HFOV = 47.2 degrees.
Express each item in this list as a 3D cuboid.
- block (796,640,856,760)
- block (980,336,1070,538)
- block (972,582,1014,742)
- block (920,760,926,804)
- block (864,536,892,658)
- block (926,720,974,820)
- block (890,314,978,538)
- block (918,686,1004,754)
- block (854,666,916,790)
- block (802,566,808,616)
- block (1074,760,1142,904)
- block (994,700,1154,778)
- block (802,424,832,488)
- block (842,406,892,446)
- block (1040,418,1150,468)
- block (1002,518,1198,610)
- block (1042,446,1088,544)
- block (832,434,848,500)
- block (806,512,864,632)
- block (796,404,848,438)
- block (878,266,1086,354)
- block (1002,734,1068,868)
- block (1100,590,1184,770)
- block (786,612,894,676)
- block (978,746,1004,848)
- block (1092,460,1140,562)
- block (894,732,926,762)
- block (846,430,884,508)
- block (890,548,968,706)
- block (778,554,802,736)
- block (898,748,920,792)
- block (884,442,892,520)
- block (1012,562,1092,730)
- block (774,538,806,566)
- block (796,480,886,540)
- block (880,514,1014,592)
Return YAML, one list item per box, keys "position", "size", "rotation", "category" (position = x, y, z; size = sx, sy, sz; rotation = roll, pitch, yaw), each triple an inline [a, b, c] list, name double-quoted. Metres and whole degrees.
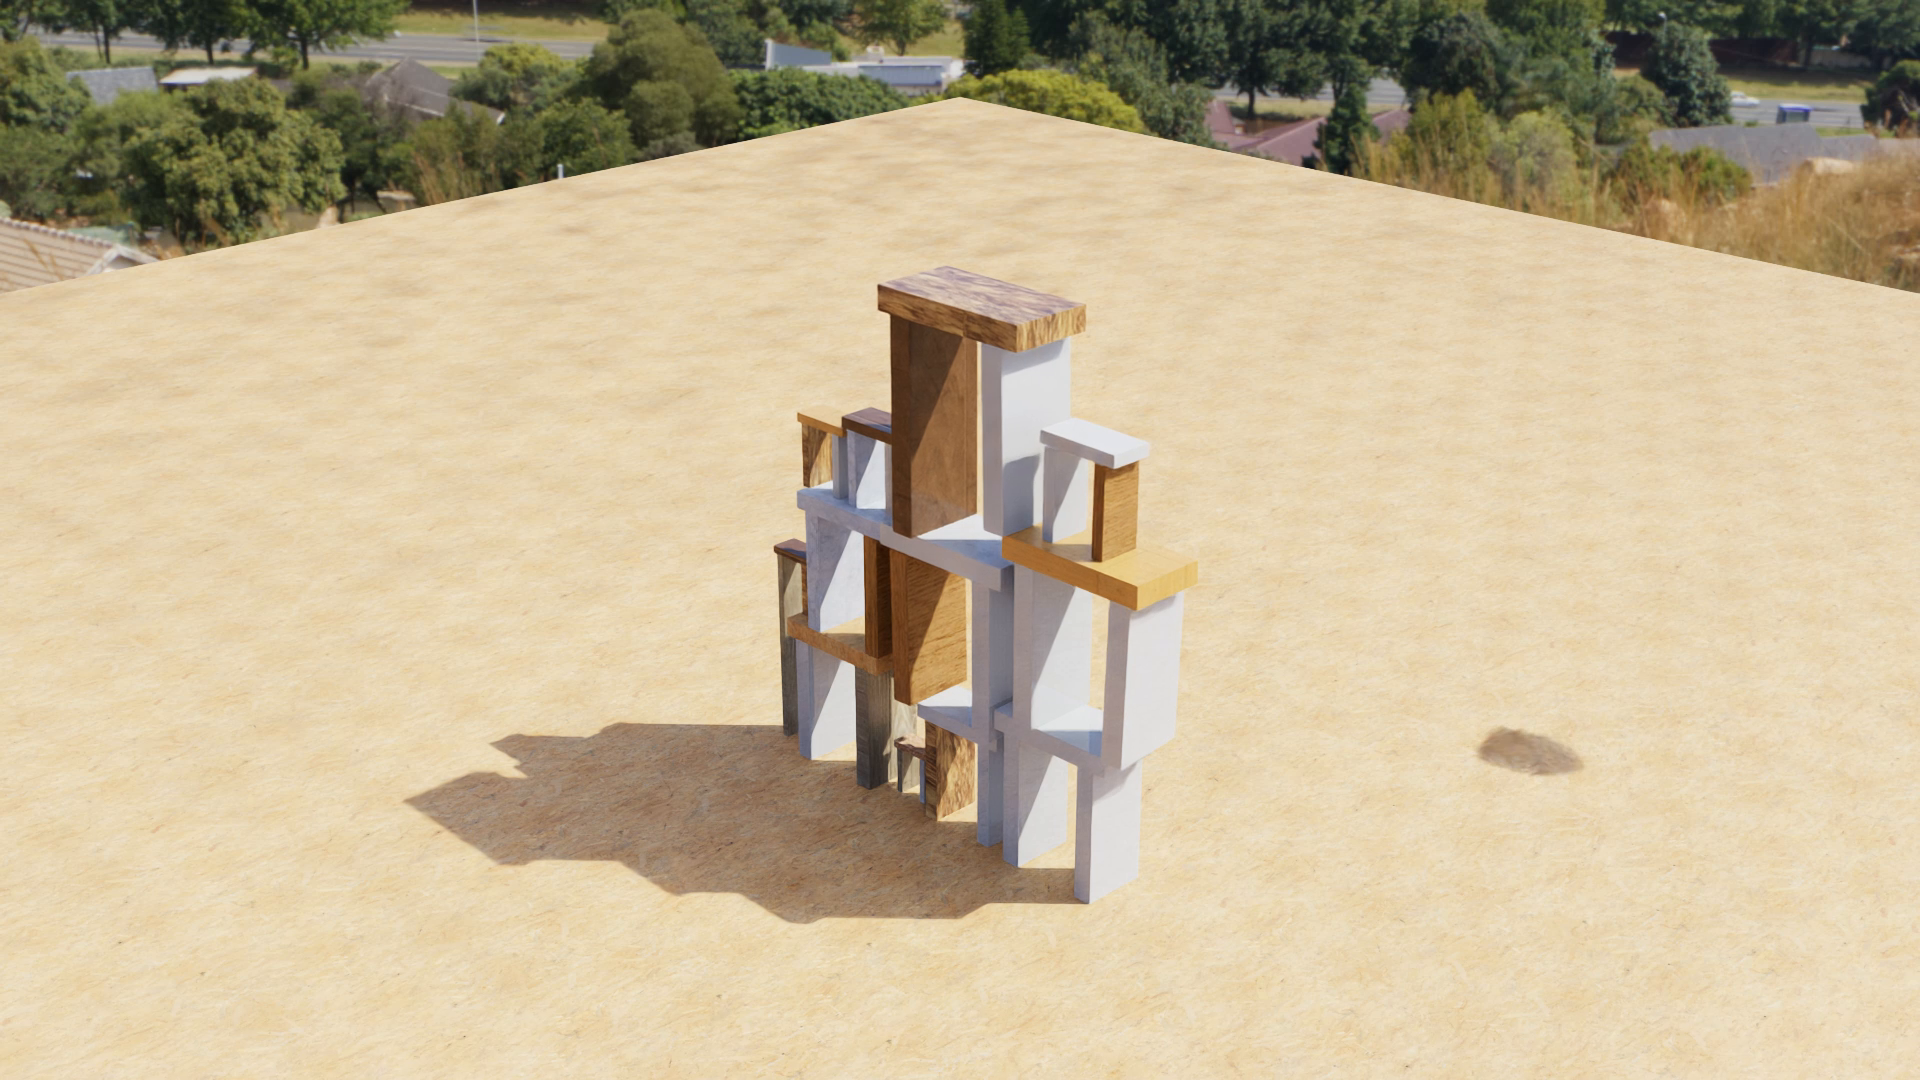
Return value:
- position: [-0.280, 0.317, 4.665]
  size: [0.039, 0.273, 0.136]
  rotation: [21, 31, 41]
  category: "block"
- position: [0.121, -0.201, 4.003]
  size: [0.179, 0.357, 0.051]
  rotation: [-21, 30, -40]
  category: "block"
- position: [0.095, 0.209, 4.214]
  size: [0.046, 0.323, 0.162]
  rotation: [21, 30, 41]
  category: "block"
- position: [-0.060, 0.485, 4.492]
  size: [0.014, 0.099, 0.049]
  rotation: [21, 31, 41]
  category: "block"
- position: [-0.132, 0.096, 4.406]
  size: [0.037, 0.259, 0.130]
  rotation: [21, 31, 41]
  category: "block"
- position: [-0.019, 0.446, 4.430]
  size: [0.109, 0.219, 0.031]
  rotation: [-21, 31, -41]
  category: "block"
- position: [-0.048, -0.233, 4.173]
  size: [0.179, 0.432, 0.051]
  rotation: [-21, 31, -40]
  category: "block"
- position: [0.031, 0.351, 4.333]
  size: [0.219, 0.031, 0.109]
  rotation: [21, 31, 40]
  category: "block"
- position: [-0.152, 0.367, 4.546]
  size: [0.039, 0.273, 0.136]
  rotation: [21, 31, 41]
  category: "block"
- position: [-0.303, 0.097, 4.588]
  size: [0.016, 0.114, 0.057]
  rotation: [21, 31, 41]
  category: "block"
- position: [0.280, 0.533, 4.146]
  size: [0.140, 0.280, 0.040]
  rotation: [-21, 31, -41]
  category: "block"
- position: [0.214, 0.360, 4.145]
  size: [0.280, 0.040, 0.140]
  rotation: [21, 31, 40]
  category: "block"
- position: [-0.287, -0.179, 4.455]
  size: [0.019, 0.136, 0.068]
  rotation: [21, 31, 41]
  category: "block"
- position: [-0.148, -0.221, 4.287]
  size: [0.160, 0.023, 0.080]
  rotation: [21, 31, 40]
  category: "block"
- position: [0.238, -0.172, 3.892]
  size: [0.091, 0.026, 0.182]
  rotation: [-20, 30, -39]
  category: "block"
- position: [0.250, 0.034, 3.965]
  size: [0.164, 0.046, 0.328]
  rotation: [-21, 31, -40]
  category: "block"
- position: [0.191, -0.093, 3.972]
  size: [0.091, 0.182, 0.026]
  rotation: [-21, 31, -40]
  category: "block"
- position: [-0.223, -0.154, 4.396]
  size: [0.019, 0.136, 0.068]
  rotation: [21, 31, 41]
  category: "block"
- position: [-0.254, 0.048, 4.518]
  size: [0.037, 0.259, 0.130]
  rotation: [21, 31, 41]
  category: "block"
- position: [-0.255, -0.238, 4.395]
  size: [0.136, 0.019, 0.068]
  rotation: [21, 31, 41]
  category: "block"
- position: [0.037, -0.423, 4.003]
  size: [0.179, 0.051, 0.357]
  rotation: [-21, 31, -40]
  category: "block"
- position: [0.147, 0.482, 4.267]
  size: [0.040, 0.280, 0.140]
  rotation: [21, 31, 41]
  category: "block"
- position: [0.330, 0.235, 3.970]
  size: [0.046, 0.328, 0.164]
  rotation: [20, 30, 36]
  category: "block"
- position: [-0.216, 0.199, 4.545]
  size: [0.273, 0.039, 0.136]
  rotation: [21, 31, 41]
  category: "block"
- position: [0.084, 0.486, 4.335]
  size: [0.031, 0.219, 0.109]
  rotation: [21, 31, 41]
  category: "block"
- position: [0.275, -0.059, 3.892]
  size: [0.091, 0.182, 0.026]
  rotation: [-21, 31, -40]
  category: "block"
- position: [-0.083, 0.423, 4.491]
  size: [0.099, 0.014, 0.049]
  rotation: [21, 31, 41]
  category: "block"
- position: [-0.185, -0.151, 4.357]
  size: [0.023, 0.160, 0.080]
  rotation: [21, 31, 41]
  category: "block"
- position: [-0.061, 0.151, 4.354]
  size: [0.046, 0.323, 0.162]
  rotation: [19, 30, 41]
  category: "block"
- position: [-0.357, 0.219, 4.699]
  size: [0.016, 0.426, 0.057]
  rotation: [21, 31, 41]
  category: "block"
- position: [-0.107, 0.466, 4.535]
  size: [0.014, 0.099, 0.049]
  rotation: [21, 31, 41]
  category: "block"
- position: [-0.110, -0.122, 4.288]
  size: [0.023, 0.160, 0.080]
  rotation: [21, 31, 40]
  category: "block"
- position: [0.174, 0.176, 4.109]
  size: [0.164, 0.328, 0.046]
  rotation: [-21, 31, -40]
  category: "block"
- position: [-0.330, 0.027, 4.588]
  size: [0.114, 0.016, 0.057]
  rotation: [21, 31, 41]
  category: "block"
- position: [-0.192, -0.064, 4.404]
  size: [0.259, 0.037, 0.130]
  rotation: [21, 31, 41]
  category: "block"
- position: [0.017, 0.008, 4.215]
  size: [0.323, 0.046, 0.162]
  rotation: [21, 31, 41]
  category: "block"
